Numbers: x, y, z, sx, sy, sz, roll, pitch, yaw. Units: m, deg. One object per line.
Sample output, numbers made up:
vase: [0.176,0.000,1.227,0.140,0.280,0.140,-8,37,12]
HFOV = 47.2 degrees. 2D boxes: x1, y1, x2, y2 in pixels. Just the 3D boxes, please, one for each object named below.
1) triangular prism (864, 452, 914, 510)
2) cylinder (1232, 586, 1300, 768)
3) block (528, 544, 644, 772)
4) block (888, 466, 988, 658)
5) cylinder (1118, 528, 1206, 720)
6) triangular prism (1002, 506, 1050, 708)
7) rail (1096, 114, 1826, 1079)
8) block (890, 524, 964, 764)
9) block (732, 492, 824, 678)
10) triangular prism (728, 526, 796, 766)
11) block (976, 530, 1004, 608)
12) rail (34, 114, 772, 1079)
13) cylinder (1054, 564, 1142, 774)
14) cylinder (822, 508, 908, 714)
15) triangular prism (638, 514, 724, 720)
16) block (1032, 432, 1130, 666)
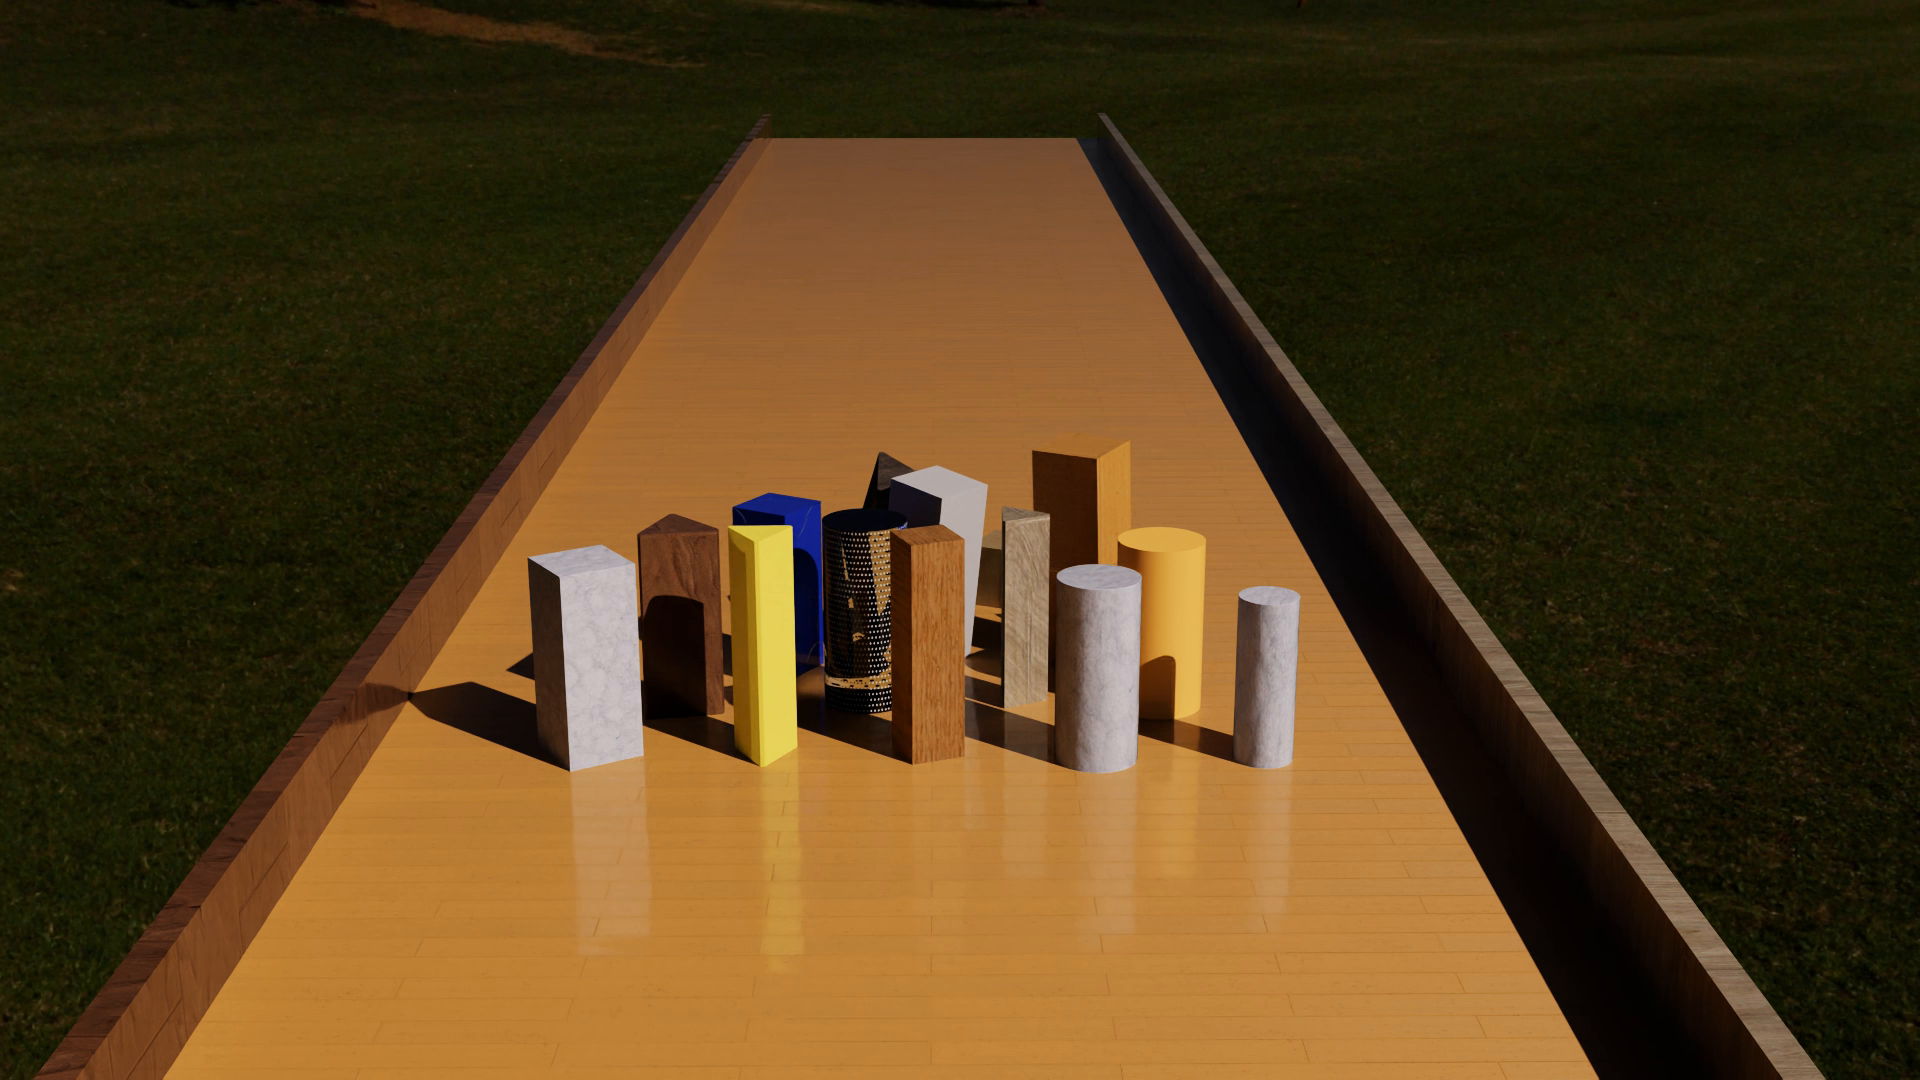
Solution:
triangular prism: [-0.183,0.003,4.514,0.124,0.393,0.107,-10,47,-31]
cylinder: [0.540,0.242,3.880,0.107,0.303,0.107,0,17,0]
block: [-0.664,0.207,3.902,0.141,0.358,0.141,-11,20,-32]
block: [-0.057,0.057,4.363,0.135,0.369,0.135,22,27,36]
cylinder: [0.375,0.155,4.132,0.164,0.326,0.164,0,17,0]
triangular prism: [0.103,0.124,4.163,0.100,0.368,0.087,-9,19,-28]
rail: [0.932,-0.844,7.801,0.050,0.150,12.000,0,17,-1]
block: [-0.057,0.185,3.894,0.100,0.405,0.100,-7,18,-22]
block: [-0.357,0.091,4.329,0.123,0.337,0.123,9,19,29]
triangular prism: [-0.336,0.181,3.891,0.096,0.415,0.111,-10,19,-30]
block: [0.235,0.082,4.717,0.409,0.133,0.133,8,18,24]
rail: [-1.118,-0.838,7.780,0.050,0.150,12.000,0,17,-1]
cylinder: [0.242,0.226,3.876,0.149,0.338,0.149,0,17,0]
cylinder: [-0.178,0.133,4.154,0.160,0.356,0.160,0,17,0]
triangular prism: [-0.528,0.140,4.125,0.146,0.359,0.126,-4,17,-12]
block: [0.243,0.025,4.352,0.141,0.443,0.141,9,21,30]
